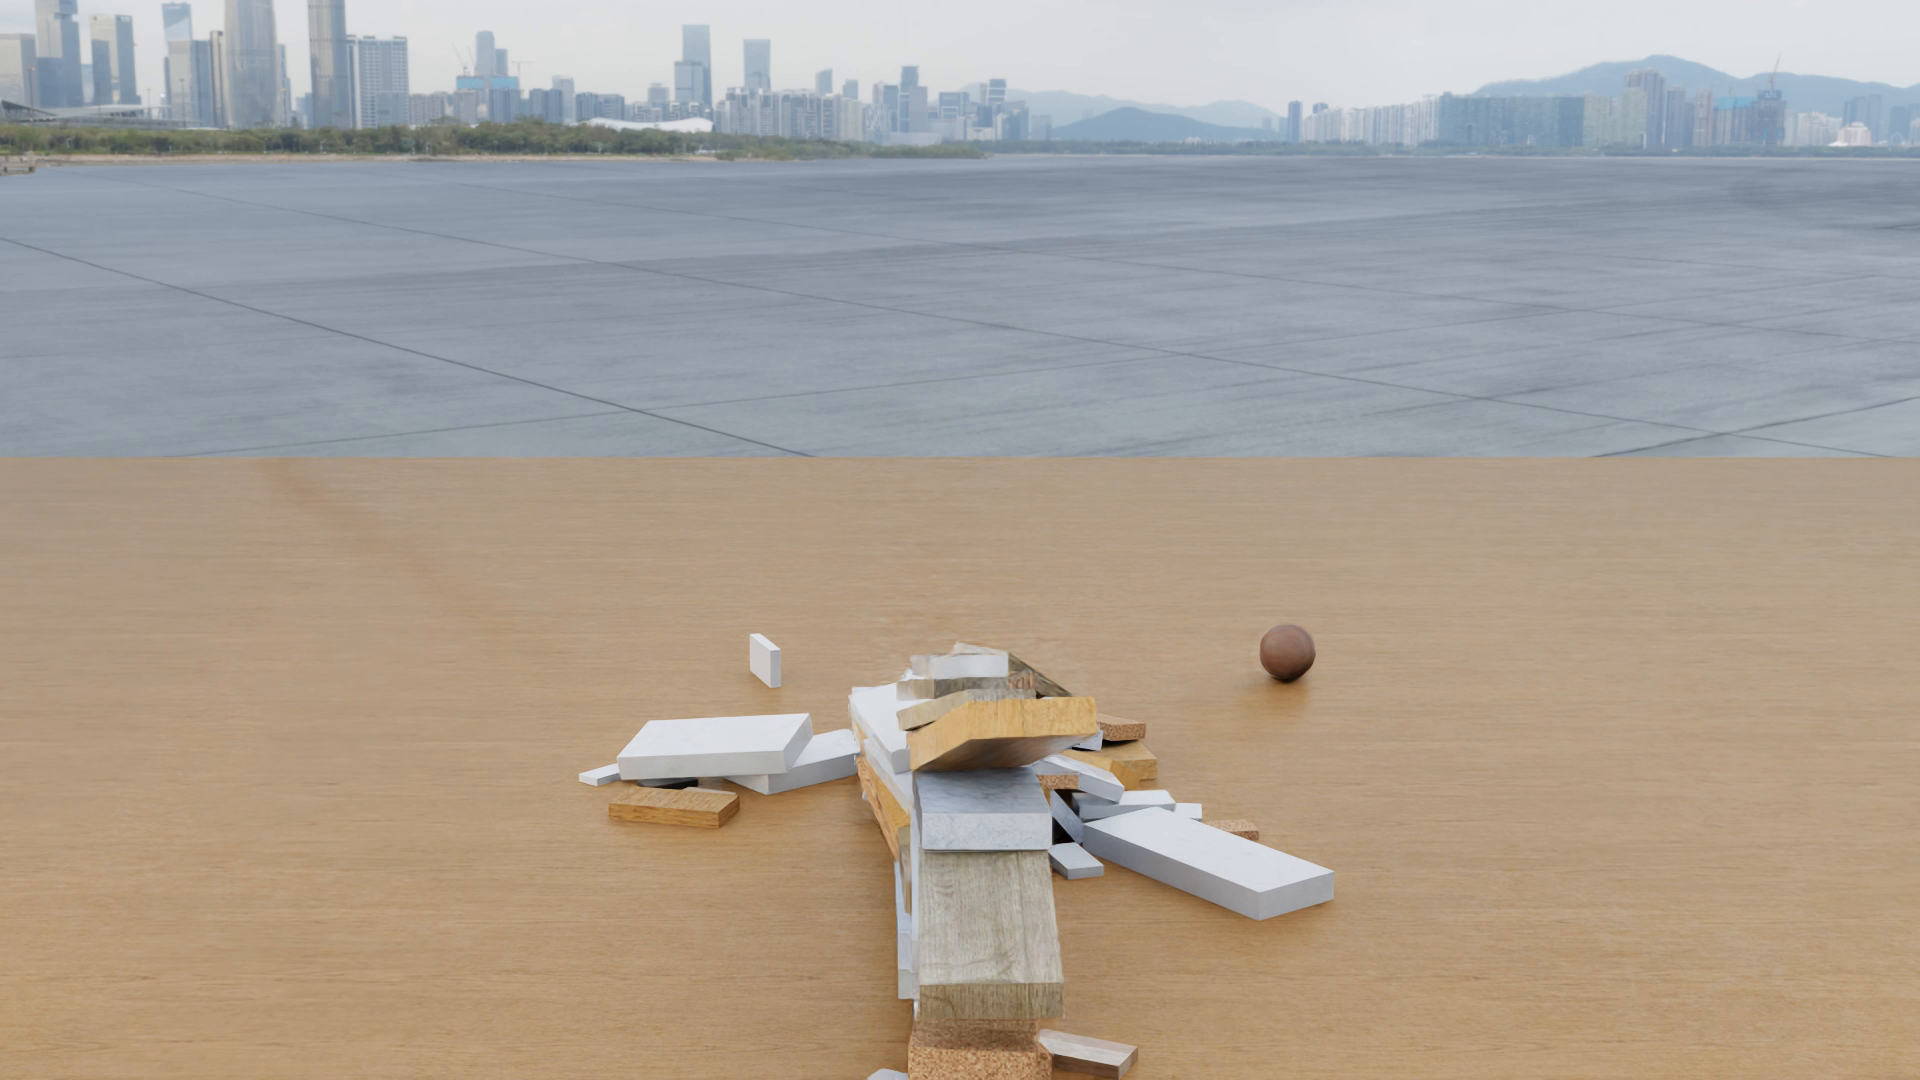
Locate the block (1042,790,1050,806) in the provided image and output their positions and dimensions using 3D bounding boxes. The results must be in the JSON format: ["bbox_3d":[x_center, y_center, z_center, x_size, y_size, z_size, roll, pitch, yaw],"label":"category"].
[{"bbox_3d":[0.018,0.436,3.667,0.150,0.043,0.301,3,-6,-23],"label":"block"}]

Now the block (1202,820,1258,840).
[{"bbox_3d":[0.466,0.526,3.965,0.131,0.019,0.066,-2,11,-10],"label":"block"}]

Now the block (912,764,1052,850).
[{"bbox_3d":[0.025,0.358,3.012,0.168,0.048,0.337,0,7,-3],"label":"block"}]

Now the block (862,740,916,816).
[{"bbox_3d":[-0.045,0.345,3.310,0.132,0.037,0.264,-16,20,-14],"label":"block"}]

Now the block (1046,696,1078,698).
[{"bbox_3d":[0.111,0.232,2.986,0.063,0.018,0.126,2,-14,-31],"label":"block"}]

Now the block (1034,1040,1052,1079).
[{"bbox_3d":[0.026,0.666,2.843,0.148,0.042,0.297,1,-6,-5],"label":"block"}]

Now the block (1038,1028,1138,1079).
[{"bbox_3d":[0.164,0.703,3.007,0.143,0.020,0.072,5,12,25],"label":"block"}]

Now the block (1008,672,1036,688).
[{"bbox_3d":[0.048,0.306,4.486,0.141,0.040,0.283,-2,3,17],"label":"block"}]

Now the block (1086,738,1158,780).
[{"bbox_3d":[0.292,0.427,4.440,0.139,0.040,0.279,-2,11,-11],"label":"block"}]

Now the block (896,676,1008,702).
[{"bbox_3d":[-0.015,0.219,3.252,0.107,0.030,0.297,-2,-4,-12],"label":"block"}]

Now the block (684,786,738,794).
[{"bbox_3d":[-0.482,0.488,4.175,0.105,0.015,0.053,4,11,22],"label":"block"}]

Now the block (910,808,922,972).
[{"bbox_3d":[0.019,0.461,2.921,0.168,0.048,0.337,0,22,-2],"label":"block"}]

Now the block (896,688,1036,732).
[{"bbox_3d":[0.008,0.243,3.126,0.107,0.030,0.214,2,-13,-29],"label":"block"}]

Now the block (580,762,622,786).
[{"bbox_3d":[-0.691,0.460,4.326,0.053,0.015,0.105,9,14,39],"label":"block"}]

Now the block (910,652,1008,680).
[{"bbox_3d":[-0.003,0.178,3.124,0.107,0.030,0.214,-2,-2,-8],"label":"block"}]

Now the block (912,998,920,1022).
[{"bbox_3d":[0.010,0.643,3.031,0.149,0.042,0.297,0,-6,-2],"label":"block"}]

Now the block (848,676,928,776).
[{"bbox_3d":[-0.075,0.281,3.390,0.132,0.037,0.264,-15,18,-12],"label":"block"}]

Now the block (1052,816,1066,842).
[{"bbox_3d":[0.096,0.454,4.029,0.041,0.143,0.286,-41,17,-3],"label":"block"}]

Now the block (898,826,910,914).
[{"bbox_3d":[-0.007,0.466,3.134,0.153,0.043,0.307,0,7,-3],"label":"block"}]

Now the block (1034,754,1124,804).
[{"bbox_3d":[0.185,0.419,4.018,0.217,0.031,0.108,20,5,-12],"label":"block"}]

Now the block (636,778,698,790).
[{"bbox_3d":[-0.566,0.473,4.260,0.105,0.015,0.053,-6,12,-31],"label":"block"}]

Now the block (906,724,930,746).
[{"bbox_3d":[-0.017,0.276,3.152,0.071,0.020,0.142,1,-13,-25],"label":"block"}]

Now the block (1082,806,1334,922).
[{"bbox_3d":[0.418,0.548,3.762,0.172,0.049,0.443,-8,13,-36],"label":"block"}]

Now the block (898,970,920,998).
[{"bbox_3d":[0.003,0.606,3.115,0.178,0.050,0.355,0,-6,-1],"label":"block"}]

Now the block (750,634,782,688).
[{"bbox_3d":[-0.452,0.279,5.102,0.025,0.088,0.176,-4,11,-20],"label":"block"}]

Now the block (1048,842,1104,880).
[{"bbox_3d":[0.193,0.555,3.807,0.066,0.019,0.131,-4,11,-18],"label":"block"}]

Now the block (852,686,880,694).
[{"bbox_3d":[-0.062,0.342,4.645,0.309,0.044,0.154,-3,11,-15],"label":"block"}]

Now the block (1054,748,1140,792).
[{"bbox_3d":[0.149,0.417,4.254,0.383,0.040,0.141,11,-12,31],"label":"block"}]

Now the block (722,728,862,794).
[{"bbox_3d":[-0.302,0.438,4.368,0.309,0.044,0.154,-9,14,-40],"label":"block"}]

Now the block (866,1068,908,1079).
[{"bbox_3d":[-0.059,0.727,2.875,0.143,0.020,0.072,6,12,29],"label":"block"}]

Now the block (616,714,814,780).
[{"bbox_3d":[-0.478,0.404,4.308,0.344,0.049,0.172,-4,19,16],"label":"block"}]

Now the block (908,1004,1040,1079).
[{"bbox_3d":[0.023,0.602,2.744,0.148,0.042,0.297,2,8,4],"label":"block"}]

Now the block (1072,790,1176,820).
[{"bbox_3d":[0.299,0.485,4.027,0.176,0.025,0.088,-1,10,-7],"label":"block"}]

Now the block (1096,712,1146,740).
[{"bbox_3d":[0.254,0.372,4.487,0.226,0.032,0.113,9,4,40],"label":"block"}]

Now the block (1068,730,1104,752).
[{"bbox_3d":[0.168,0.389,4.359,0.141,0.040,0.283,10,-8,-15],"label":"block"}]

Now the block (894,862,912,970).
[{"bbox_3d":[-0.001,0.520,3.077,0.178,0.050,0.355,0,7,-2],"label":"block"}]

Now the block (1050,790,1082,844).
[{"bbox_3d":[0.162,0.472,4.010,0.032,0.113,0.226,-41,17,-3],"label":"block"}]

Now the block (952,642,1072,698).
[{"bbox_3d":[0.113,0.296,4.761,0.139,0.040,0.279,10,-16,36],"label":"block"}]

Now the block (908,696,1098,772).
[{"bbox_3d":[0.052,0.262,2.948,0.168,0.048,0.337,-1,-12,-15],"label":"block"}]

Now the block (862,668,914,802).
[{"bbox_3d":[-0.120,0.374,4.199,0.049,0.172,0.344,27,11,-6],"label":"block"}]

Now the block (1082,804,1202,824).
[{"bbox_3d":[0.331,0.507,4.046,0.225,0.025,0.088,1,11,5],"label":"block"}]

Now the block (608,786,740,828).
[{"bbox_3d":[-0.531,0.496,4.090,0.217,0.031,0.108,3,11,15],"label":"block"}]

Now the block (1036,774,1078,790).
[{"bbox_3d":[0.106,0.395,3.594,0.084,0.024,0.168,5,-7,-38],"label":"block"}]

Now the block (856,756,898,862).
[{"bbox_3d":[-0.043,0.428,3.405,0.153,0.043,0.307,-15,37,-12],"label":"block"}]

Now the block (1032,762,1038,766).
[{"bbox_3d":[0.056,0.384,3.687,0.084,0.024,0.168,0,-18,-25],"label":"block"}]

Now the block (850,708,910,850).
[{"bbox_3d":[-0.061,0.353,3.436,0.153,0.043,0.307,-13,37,-10],"label":"block"}]

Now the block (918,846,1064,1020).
[{"bbox_3d":[0.033,0.481,2.726,0.168,0.048,0.337,-1,20,-1],"label":"block"}]
